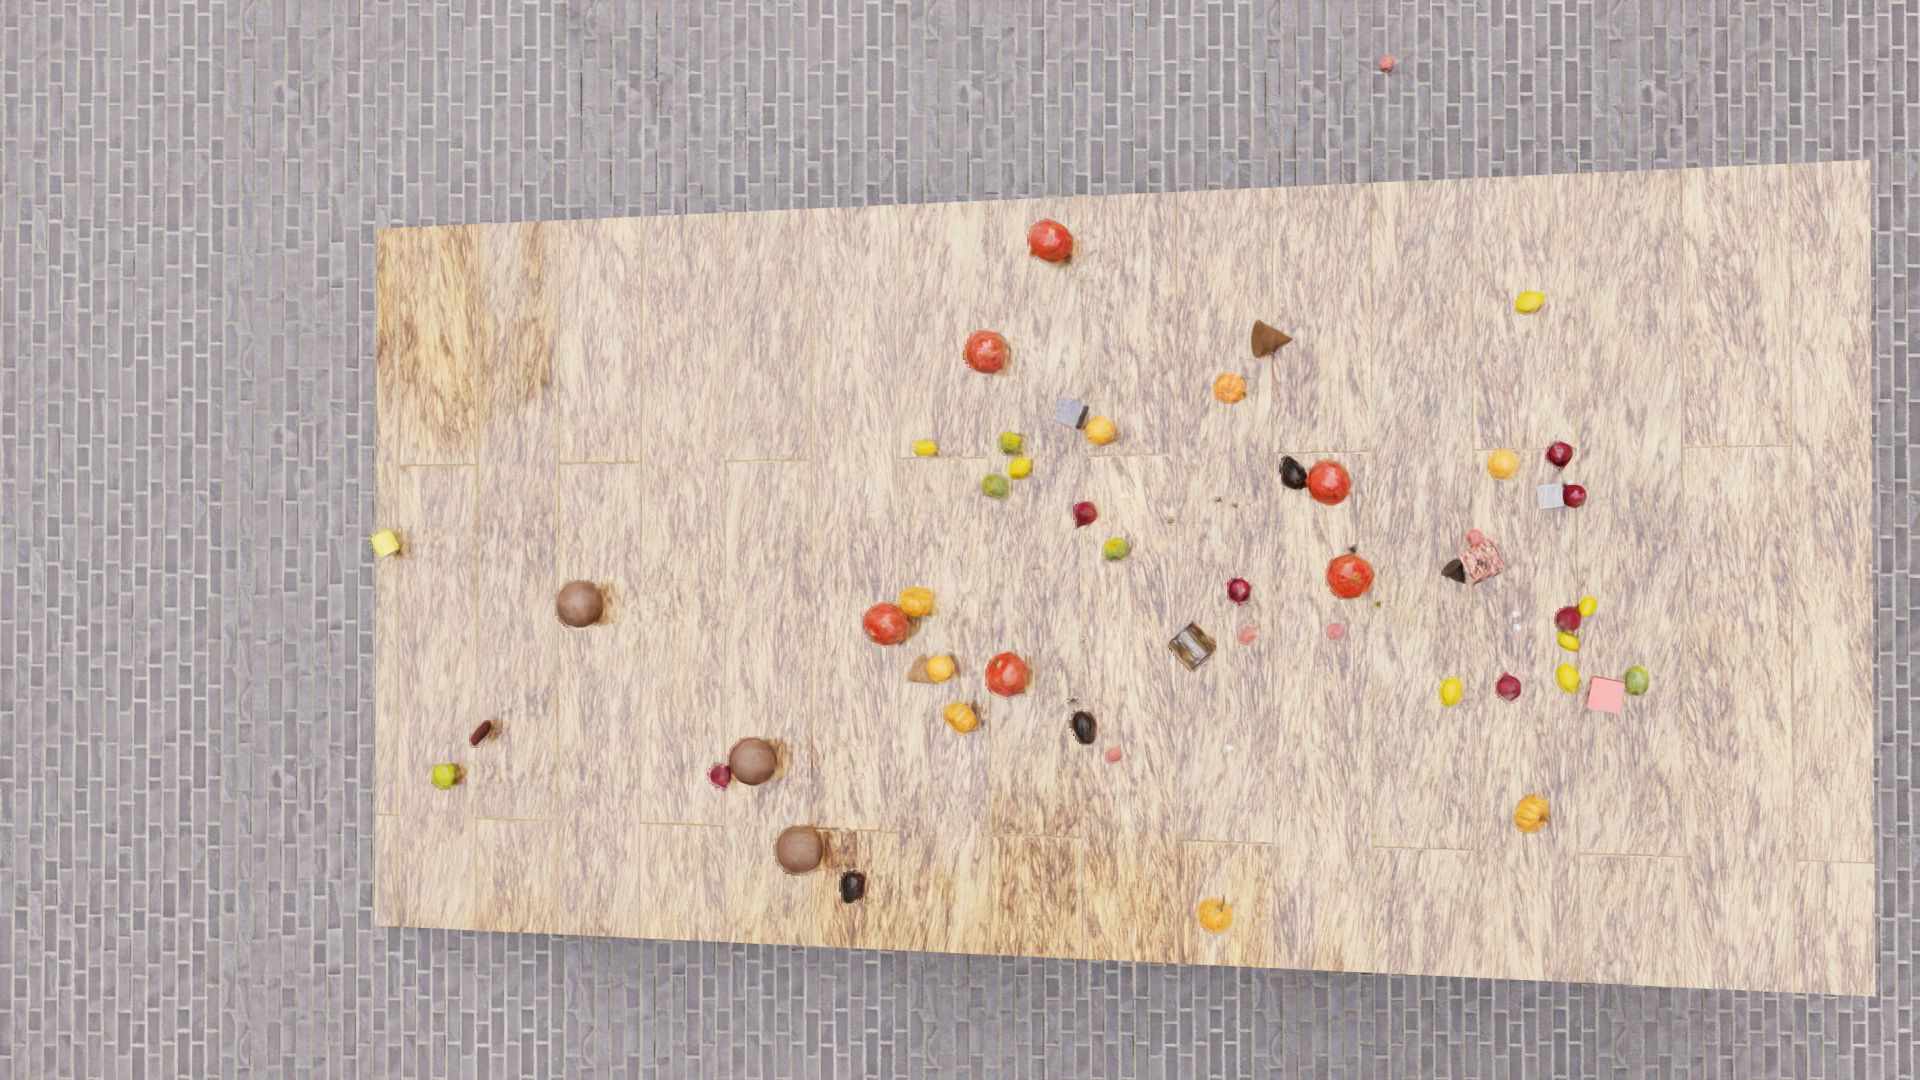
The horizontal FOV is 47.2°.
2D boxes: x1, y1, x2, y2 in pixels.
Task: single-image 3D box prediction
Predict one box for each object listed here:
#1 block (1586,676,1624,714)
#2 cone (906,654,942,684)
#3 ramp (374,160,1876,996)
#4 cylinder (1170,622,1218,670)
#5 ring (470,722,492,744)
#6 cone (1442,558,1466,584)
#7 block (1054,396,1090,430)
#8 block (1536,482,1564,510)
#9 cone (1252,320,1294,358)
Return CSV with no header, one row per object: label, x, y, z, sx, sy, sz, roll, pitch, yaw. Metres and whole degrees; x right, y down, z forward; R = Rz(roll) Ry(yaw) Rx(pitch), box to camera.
block,1.579,0.378,5.380,0.075,0.075,0.075,11,92,15
cone,-0.083,0.362,5.853,0.088,0.088,0.088,33,89,-13
ramp,0.266,0.097,5.834,4.000,0.100,2.000,0,89,15
cylinder,0.597,0.271,5.643,0.088,0.088,0.088,-42,81,-1
ring,-1.345,0.541,6.172,0.026,0.077,0.077,40,89,2
cone,1.246,0.090,5.500,0.061,0.061,0.061,-42,106,-1
block,0.290,-0.333,5.749,0.064,0.064,0.064,25,96,14
block,1.457,-0.108,5.429,0.058,0.058,0.058,-8,87,15
cone,0.807,-0.514,5.621,0.098,0.098,0.098,0,89,-11
